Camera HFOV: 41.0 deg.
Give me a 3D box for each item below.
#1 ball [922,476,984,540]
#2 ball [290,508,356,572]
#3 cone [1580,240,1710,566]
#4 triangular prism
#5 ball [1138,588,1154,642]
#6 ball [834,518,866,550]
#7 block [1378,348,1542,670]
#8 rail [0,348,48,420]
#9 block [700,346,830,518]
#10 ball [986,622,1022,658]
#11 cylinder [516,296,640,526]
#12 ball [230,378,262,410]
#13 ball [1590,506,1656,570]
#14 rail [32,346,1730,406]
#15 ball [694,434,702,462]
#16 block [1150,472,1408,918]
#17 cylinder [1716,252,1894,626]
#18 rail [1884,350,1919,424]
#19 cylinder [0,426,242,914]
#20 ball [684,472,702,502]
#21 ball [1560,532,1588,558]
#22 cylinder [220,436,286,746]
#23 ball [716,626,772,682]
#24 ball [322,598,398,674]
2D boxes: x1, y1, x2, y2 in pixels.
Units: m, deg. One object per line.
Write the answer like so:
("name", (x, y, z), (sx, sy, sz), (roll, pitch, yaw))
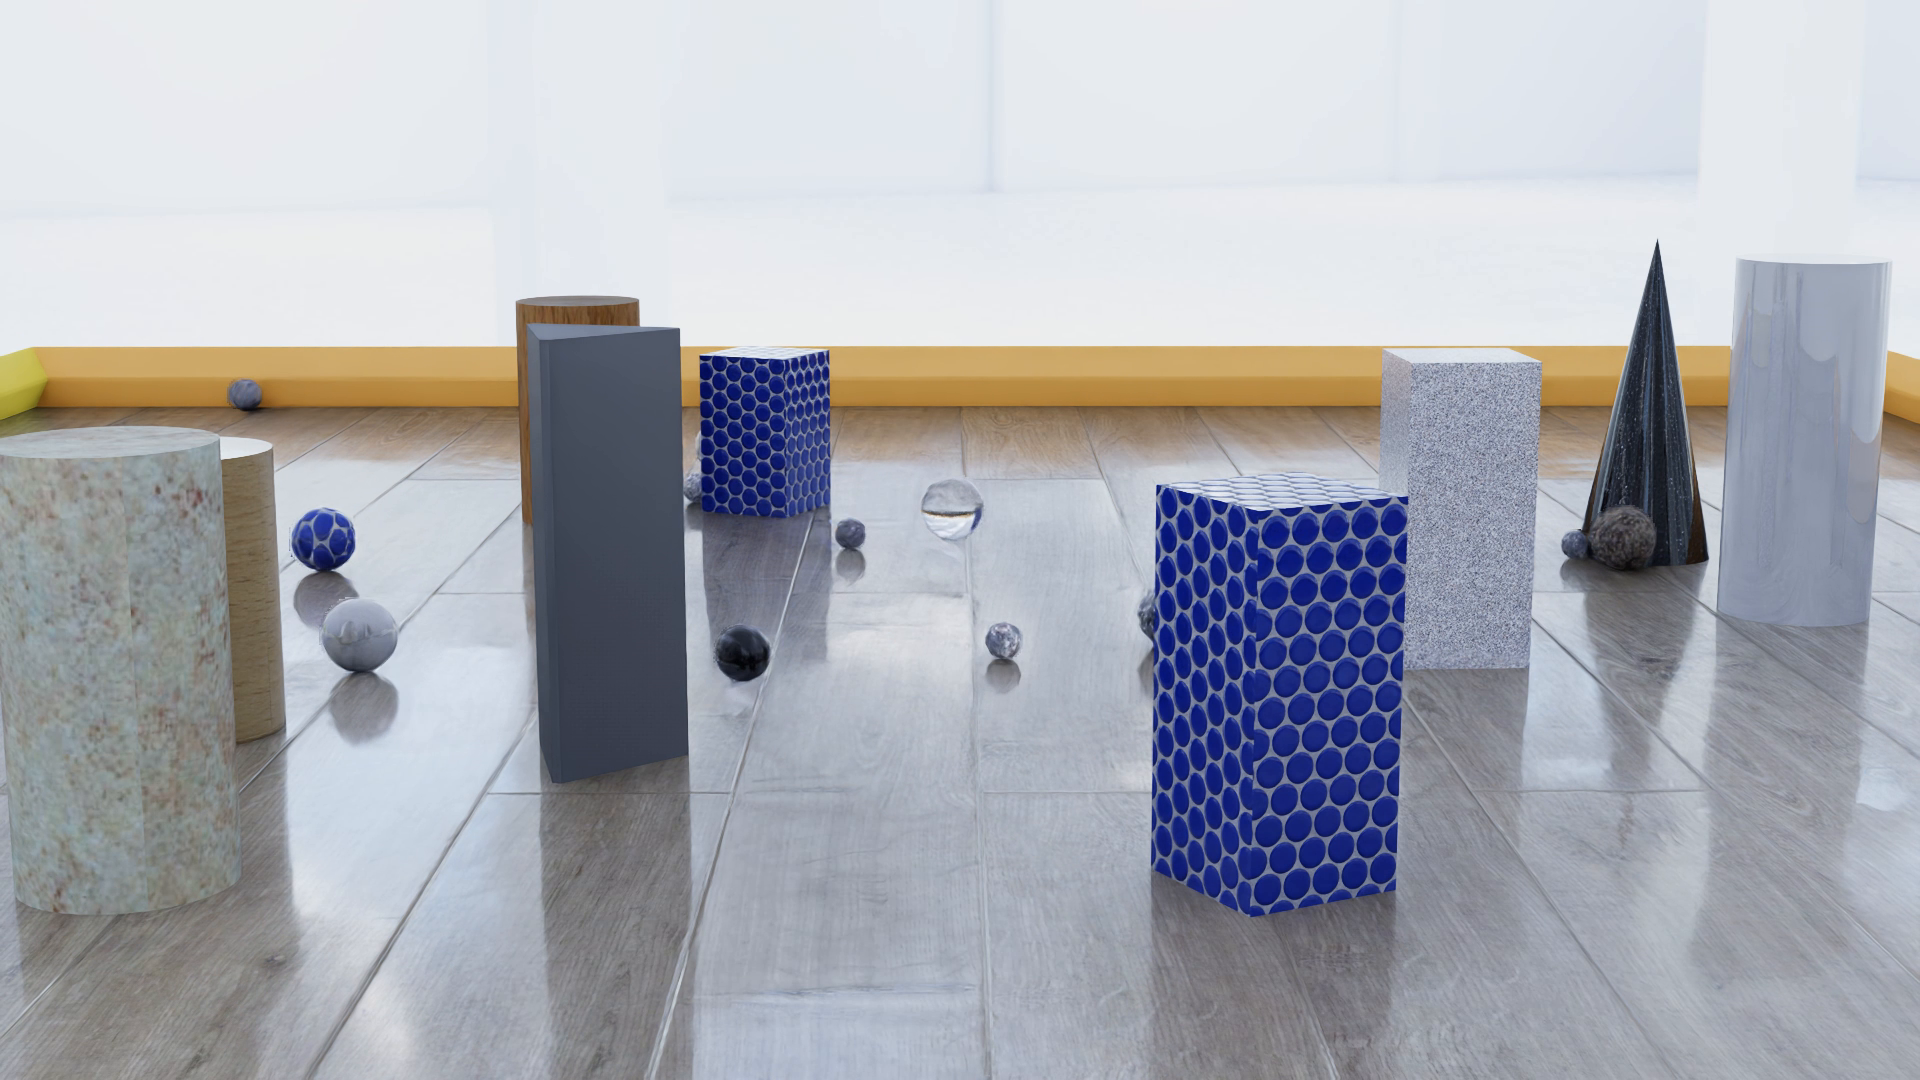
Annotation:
("ball", (-0.011, -0.049, 3.981), (0.099, 0.099, 0.099), (0, 10, 0))
("ball", (-0.926, -0.001, 3.733), (0.093, 0.093, 0.093), (0, 10, 0))
("cone", (1.030, -0.214, 3.832), (0.198, 0.477, 0.198), (0, 10, 0))
("triangular prism", (-0.404, 0.005, 2.704), (0.171, 0.457, 0.148), (-10, 14, -43))
("ball", (0.265, 0.095, 3.255), (0.079, 0.079, 0.079), (0, 10, 0))
("ball", (-0.167, -0.010, 3.906), (0.048, 0.048, 0.048), (0, 10, 0))
("block", (0.614, -0.042, 3.180), (0.158, 0.376, 0.158), (-1, 11, -3))
("rail", (-1.961, 0.035, 3.438), (0.045, 0.128, 4.256), (0, 10, 0))
("block", (-0.322, -0.182, 4.257), (0.158, 0.260, 0.158), (5, 11, 24))
("ball", (0.054, 0.125, 3.187), (0.046, 0.046, 0.046), (0, 10, 0))
("cylinder", (-0.613, -0.210, 4.148), (0.198, 0.354, 0.198), (0, 10, 0))
("ball", (-1.523, -0.310, 5.470), (0.069, 0.069, 0.069), (0, 10, 0))
("ball", (0.966, -0.002, 3.741), (0.093, 0.093, 0.093), (0, 10, 0))
("rail", (-0.012, -0.350, 5.518), (3.970, 0.128, 0.045), (0, 10, 0))
("ball", (-0.440, -0.169, 4.666), (0.085, 0.085, 0.085), (0, 10, 0))
("block", (0.283, 0.132, 2.294), (0.158, 0.357, 0.158), (-6, 12, -28))
("cylinder", (1.126, -0.138, 3.425), (0.198, 0.475, 0.198), (0, 10, 0))
("rail", (1.961, 0.031, 3.460), (0.045, 0.128, 4.256), (0, 10, 0))
("cylinder", (-0.752, 0.111, 2.288), (0.198, 0.401, 0.198), (0, 10, 0))
("ball", (-0.443, -0.089, 4.325), (0.051, 0.051, 0.051), (0, 10, 0))
("ball", (0.918, 0.007, 3.836), (0.040, 0.040, 0.040), (0, 10, 0))
("cylinder", (-0.852, 0.055, 2.826), (0.198, 0.313, 0.198), (0, 10, 0))
("ball", (-0.259, 0.136, 3.069), (0.067, 0.067, 0.067), (0, 10, 0))
("ball", (-0.728, 0.116, 3.111), (0.091, 0.091, 0.091), (0, 10, 0))
